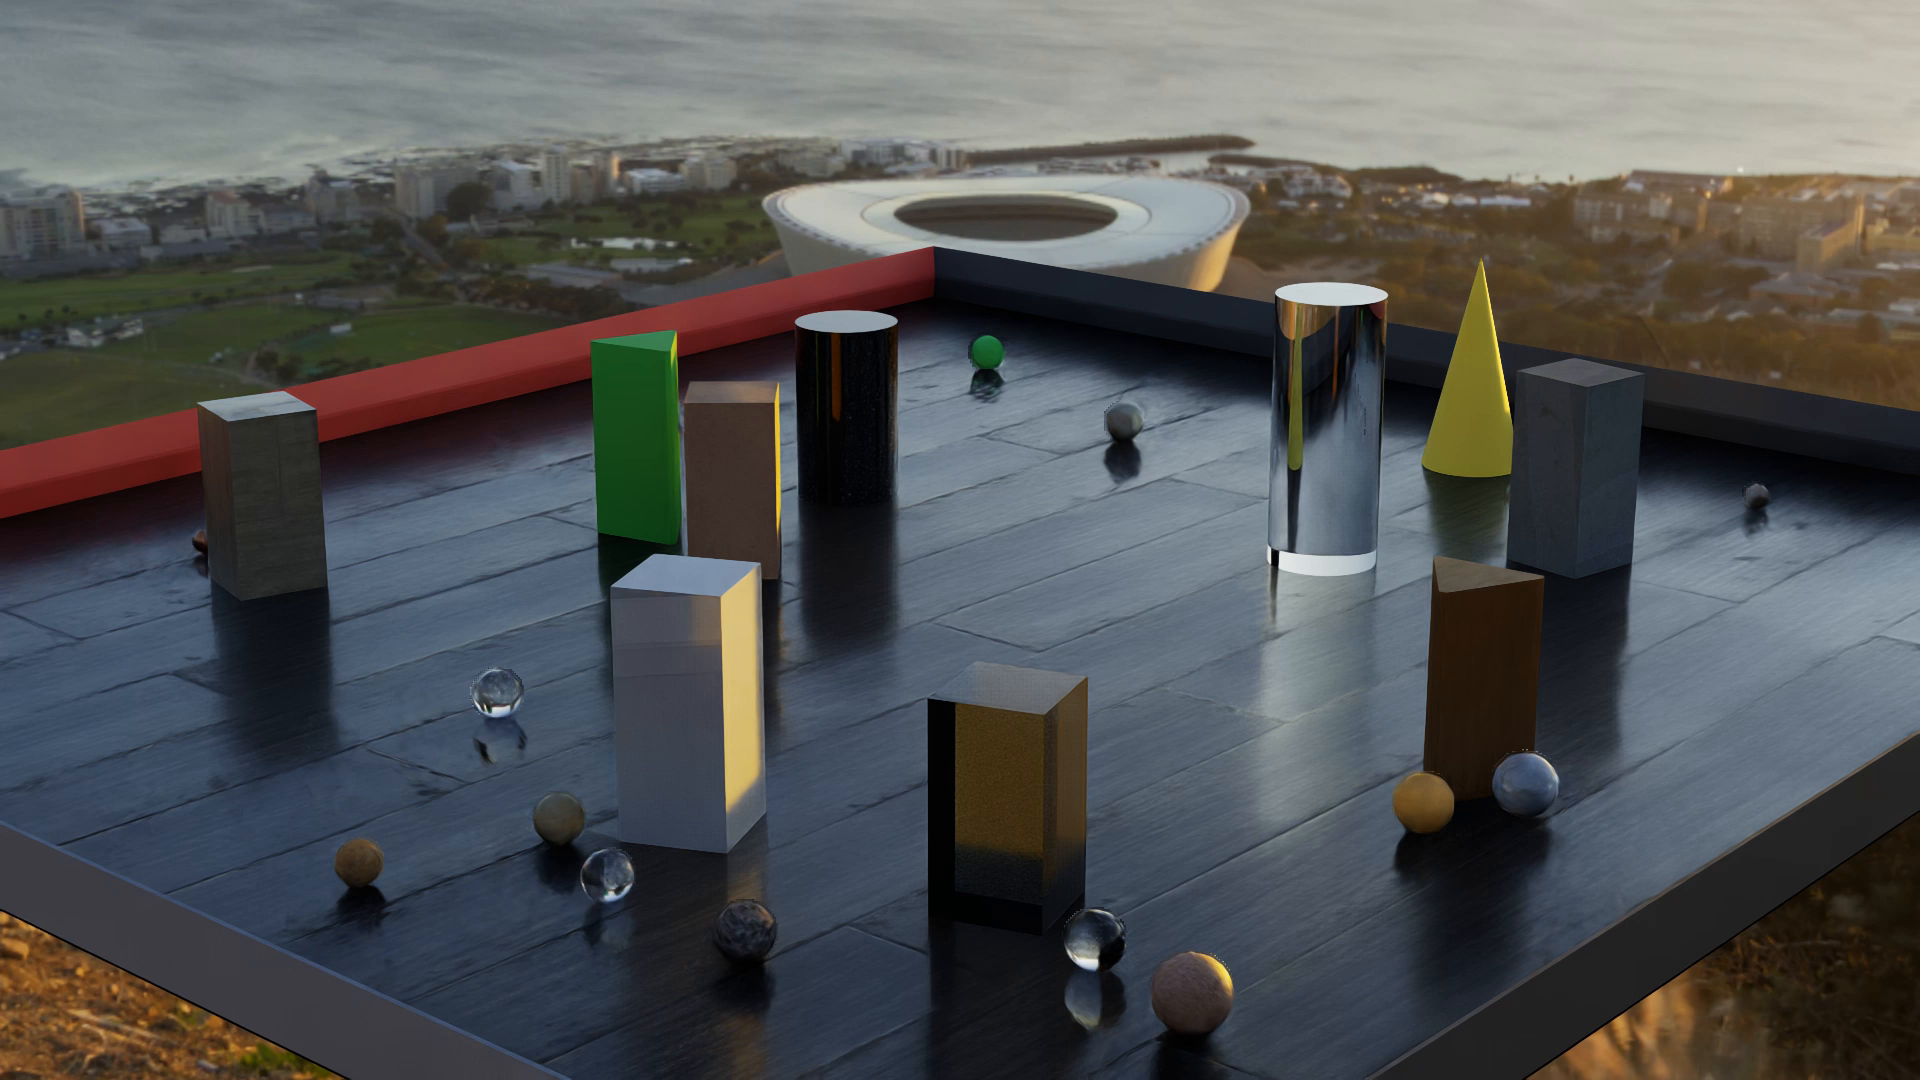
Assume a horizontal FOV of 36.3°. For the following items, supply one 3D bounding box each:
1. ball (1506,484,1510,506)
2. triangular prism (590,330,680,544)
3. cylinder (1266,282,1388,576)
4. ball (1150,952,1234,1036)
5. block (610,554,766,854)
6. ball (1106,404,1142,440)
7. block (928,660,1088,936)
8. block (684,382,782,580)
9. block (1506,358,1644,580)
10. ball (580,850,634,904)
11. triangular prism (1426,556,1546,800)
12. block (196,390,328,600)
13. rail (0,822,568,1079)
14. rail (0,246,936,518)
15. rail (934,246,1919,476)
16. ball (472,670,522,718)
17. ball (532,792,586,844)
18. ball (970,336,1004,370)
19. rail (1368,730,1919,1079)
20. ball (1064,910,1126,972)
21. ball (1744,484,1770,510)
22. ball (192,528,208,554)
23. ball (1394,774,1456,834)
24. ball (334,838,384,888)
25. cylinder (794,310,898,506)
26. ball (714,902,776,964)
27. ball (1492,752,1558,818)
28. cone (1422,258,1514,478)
[{"bbox_3d":[1.081,-0.085,5.608,0.074,0.074,0.074,0,17,0],"label":"ball"},{"bbox_3d":[-0.570,-0.198,5.476,0.172,0.367,0.149,9,19,27],"label":"triangular prism"},{"bbox_3d":[0.658,-0.200,5.266,0.199,0.493,0.199,0,17,0],"label":"cylinder"},{"bbox_3d":[0.276,0.540,3.488,0.099,0.099,0.099,0,17,0],"label":"ball"},{"bbox_3d":[-0.374,0.225,4.066,0.159,0.371,0.159,5,17,15],"label":"block"},{"bbox_3d":[0.343,-0.247,6.140,0.078,0.078,0.078,0,17,0],"label":"ball"},{"bbox_3d":[0.063,0.334,3.822,0.159,0.302,0.159,7,18,22],"label":"block"},{"bbox_3d":[-0.405,-0.108,5.252,0.159,0.324,0.159,0,17,-1],"label":"block"},{"bbox_3d":[1.107,-0.131,5.279,0.159,0.352,0.159,-13,21,-37],"label":"block"},{"bbox_3d":[-0.464,0.443,3.862,0.071,0.071,0.071,0,17,0],"label":"ball"},{"bbox_3d":[0.723,0.197,4.247,0.172,0.321,0.149,-7,18,-23],"label":"triangular prism"},{"bbox_3d":[-1.228,-0.080,5.162,0.159,0.322,0.159,-11,20,-31],"label":"block"},{"bbox_3d":[-1.195,0.429,3.802,3.386,0.129,0.045,14,22,39],"label":"rail"},{"bbox_3d":[-1.261,-0.283,6.168,0.045,0.129,3.693,14,22,39],"label":"rail"},{"bbox_3d":[1.195,-0.365,6.438,3.386,0.129,0.045,14,22,39],"label":"rail"},{"bbox_3d":[-0.715,0.238,4.533,0.076,0.076,0.076,0,17,0],"label":"ball"},{"bbox_3d":[-0.554,0.385,4.052,0.071,0.071,0.071,0,17,0],"label":"ball"},{"bbox_3d":[0.063,-0.431,6.751,0.078,0.078,0.078,0,17,0],"label":"ball"},{"bbox_3d":[1.261,0.348,4.072,0.045,0.129,3.693,14,22,39],"label":"rail"},{"bbox_3d":[0.169,0.500,3.660,0.078,0.078,0.078,0,17,0],"label":"ball"},{"bbox_3d":[1.535,-0.083,5.648,0.048,0.048,0.048,0,17,0],"label":"ball"},{"bbox_3d":[-1.382,0.002,5.370,0.045,0.045,0.045,0,17,0],"label":"ball"},{"bbox_3d":[0.647,0.367,4.087,0.085,0.085,0.085,0,17,0],"label":"ball"},{"bbox_3d":[-0.802,0.431,3.913,0.065,0.065,0.065,0,17,0],"label":"ball"},{"bbox_3d":[-0.220,-0.258,5.716,0.199,0.344,0.199,0,17,0],"label":"cylinder"},{"bbox_3d":[-0.270,0.493,3.682,0.078,0.078,0.078,0,17,0],"label":"ball"},{"bbox_3d":[0.799,0.346,4.145,0.092,0.092,0.092,0,17,0],"label":"ball"},{"bbox_3d":[1.039,-0.360,5.906,0.199,0.430,0.199,0,17,0],"label":"cone"}]
